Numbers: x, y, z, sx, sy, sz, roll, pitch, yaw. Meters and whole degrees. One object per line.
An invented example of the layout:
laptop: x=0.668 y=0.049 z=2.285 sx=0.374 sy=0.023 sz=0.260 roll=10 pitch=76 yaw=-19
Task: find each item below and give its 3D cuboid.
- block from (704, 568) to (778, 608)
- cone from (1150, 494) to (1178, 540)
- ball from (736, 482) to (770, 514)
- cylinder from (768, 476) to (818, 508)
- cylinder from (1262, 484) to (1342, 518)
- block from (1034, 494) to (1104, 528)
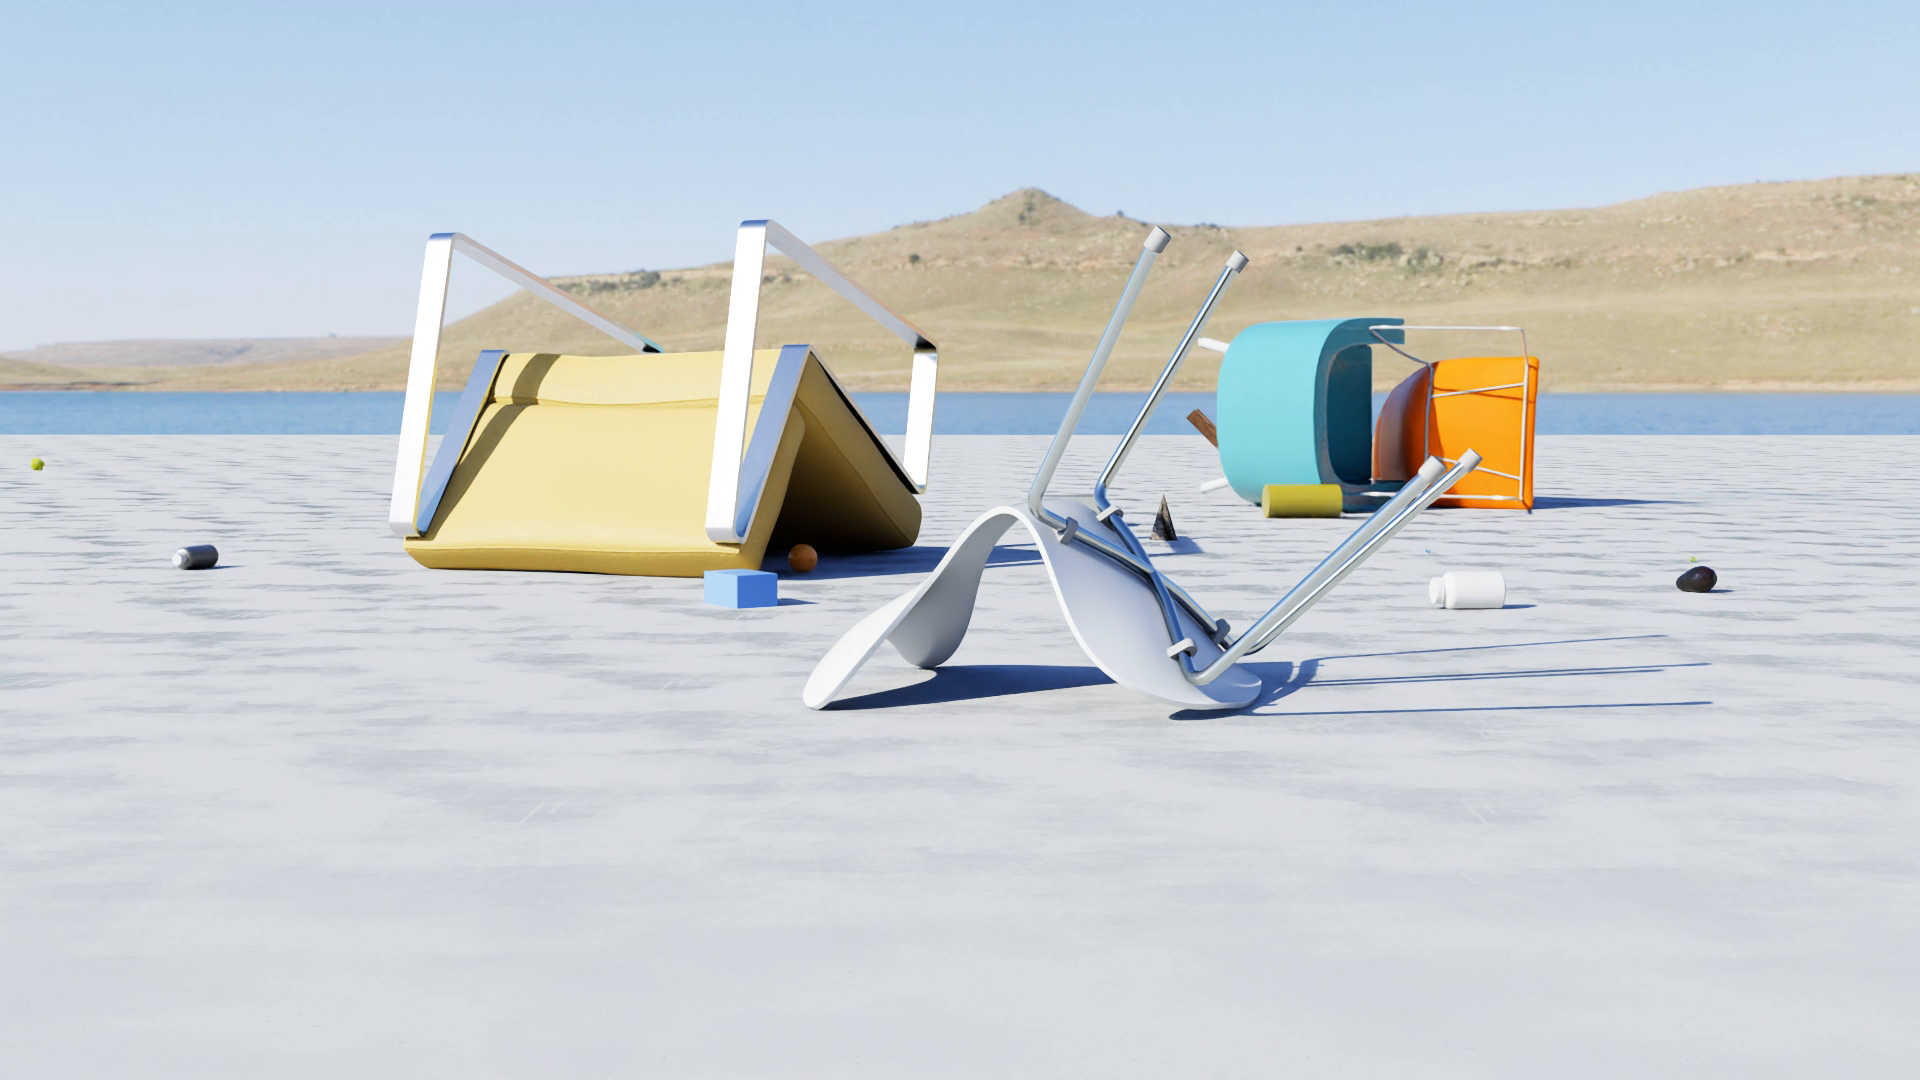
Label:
block: x=-0.457 y=0.101 z=4.579 sx=0.094 sy=0.068 sz=0.148 roll=-3 pitch=5 yaw=-33
cone: x=0.606 y=-0.071 z=6.547 sx=0.074 sy=0.142 sz=0.092 roll=-3 pitch=5 yaw=-40
ball: x=-0.742 y=-0.151 z=7.893 sx=0.116 sy=0.116 sz=0.116 roll=0 pitch=4 yaw=0
cylinder: x=-0.637 y=-0.180 z=8.318 sx=0.167 sy=0.104 sz=0.117 roll=-25 pitch=-11 yaw=34
cylinder: x=1.191 y=-0.134 z=7.658 sx=0.256 sy=0.116 sz=0.113 roll=3 pitch=-10 yaw=-6
block: x=0.357 y=-0.094 z=7.182 sx=0.211 sy=0.100 sz=0.155 roll=1 pitch=4 yaw=8
